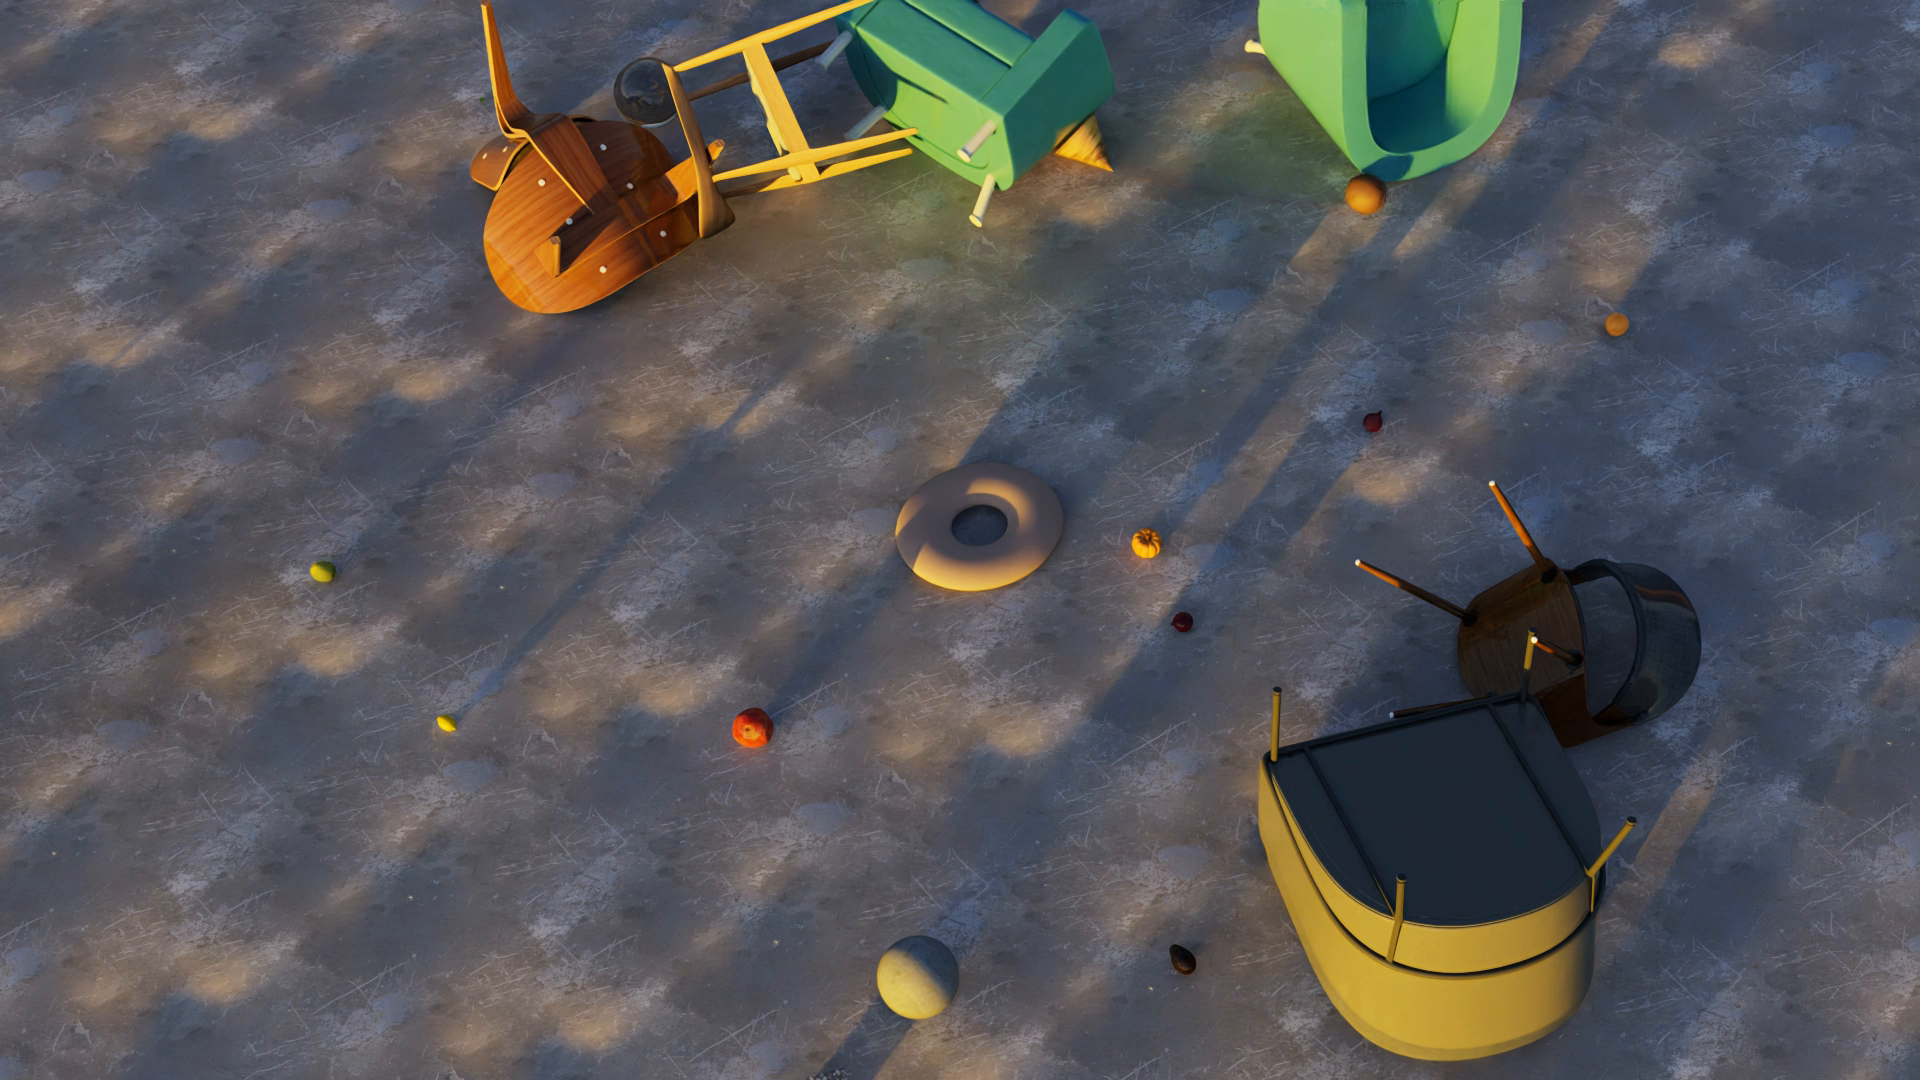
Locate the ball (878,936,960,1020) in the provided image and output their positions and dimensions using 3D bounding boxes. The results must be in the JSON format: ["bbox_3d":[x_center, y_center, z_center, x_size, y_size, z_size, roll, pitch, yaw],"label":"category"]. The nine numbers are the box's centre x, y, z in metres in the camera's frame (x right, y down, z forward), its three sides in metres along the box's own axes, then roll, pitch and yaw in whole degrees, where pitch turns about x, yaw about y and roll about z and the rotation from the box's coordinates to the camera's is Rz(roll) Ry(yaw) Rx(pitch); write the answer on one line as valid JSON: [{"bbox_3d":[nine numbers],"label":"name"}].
[{"bbox_3d":[-0.108,1.130,5.687,0.213,0.213,0.213,0,56,0],"label":"ball"}]

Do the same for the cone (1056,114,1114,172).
[{"bbox_3d":[0.451,-1.303,7.398,0.184,0.186,0.192,44,59,-5],"label":"cone"}]

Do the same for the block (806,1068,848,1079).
[{"bbox_3d":[-0.331,1.402,5.584,0.100,0.081,0.076,-13,57,-8],"label":"block"}]

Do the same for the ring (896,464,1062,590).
[{"bbox_3d":[0.059,-0.043,6.561,0.514,0.071,0.441,-21,59,-13],"label":"ring"}]

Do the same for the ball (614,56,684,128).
[{"bbox_3d":[-1.053,-1.514,7.446,0.239,0.239,0.239,0,56,0],"label":"ball"}]
